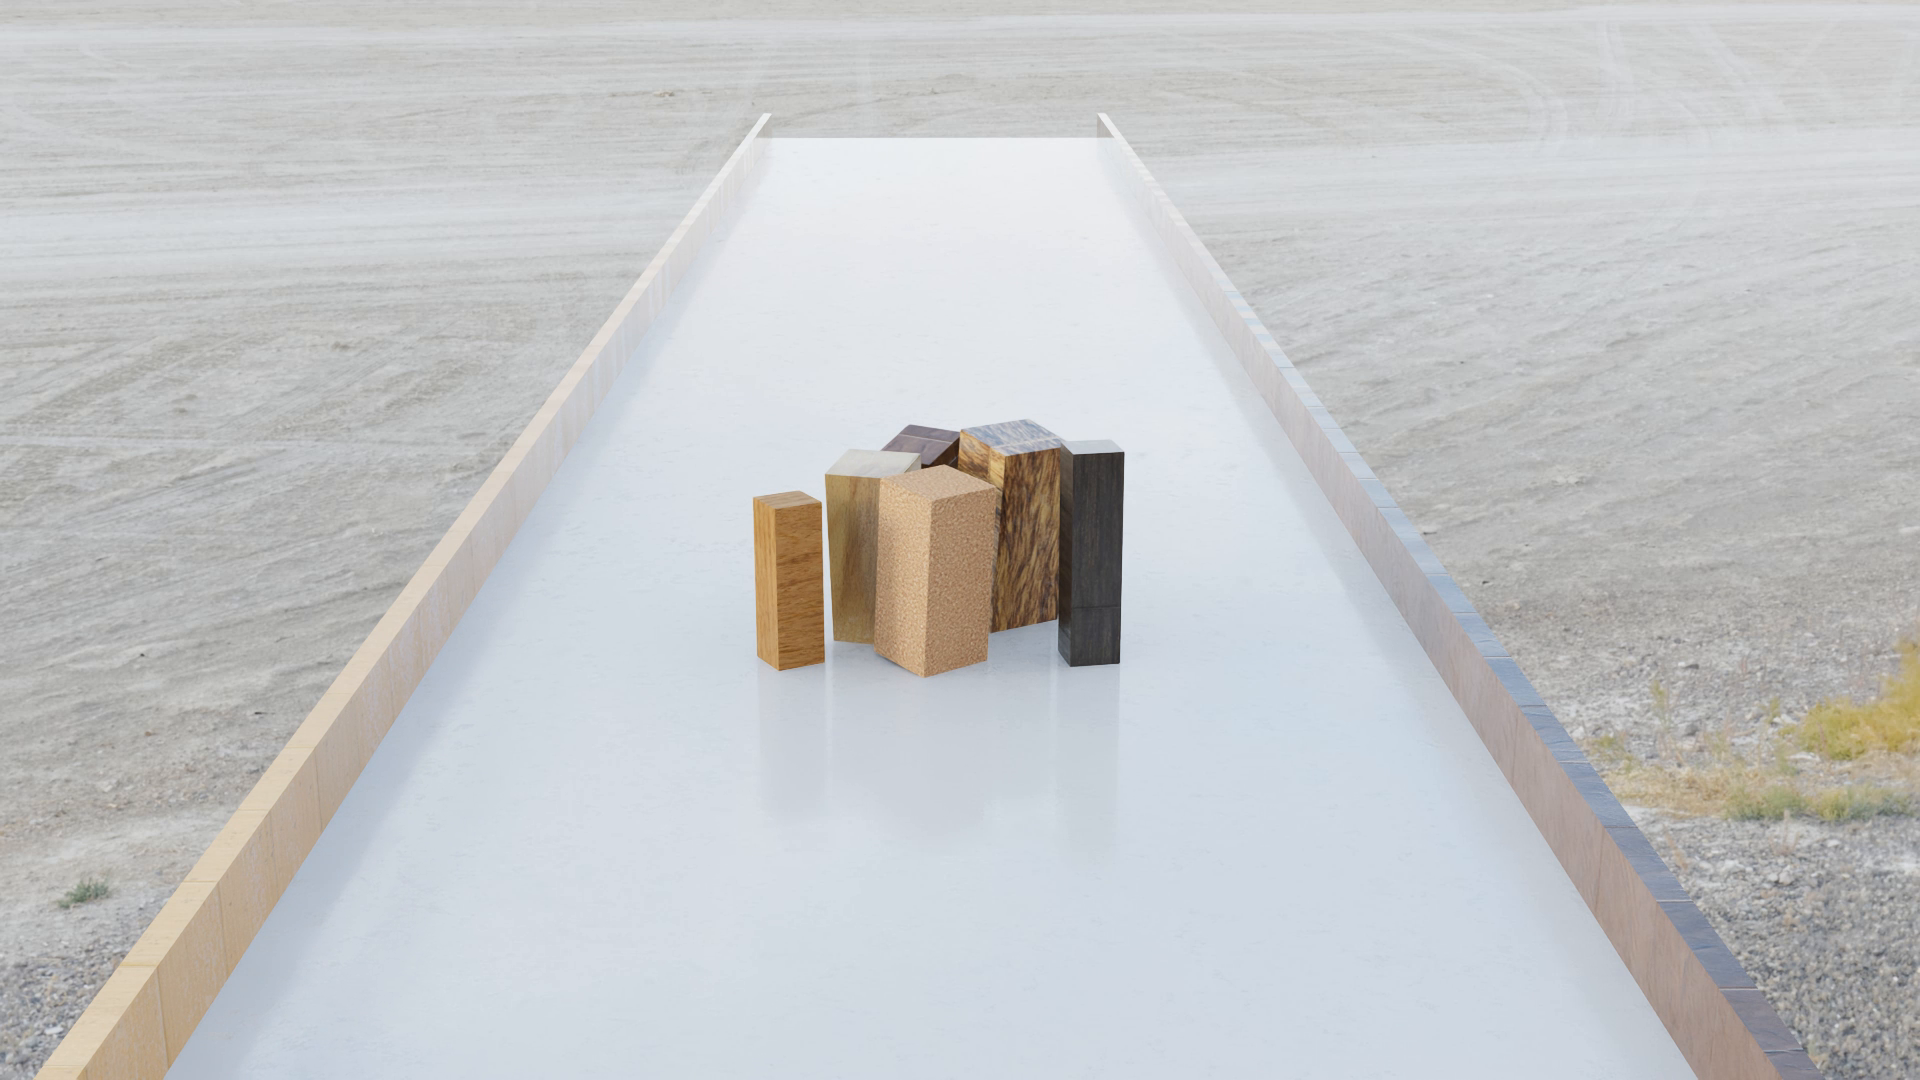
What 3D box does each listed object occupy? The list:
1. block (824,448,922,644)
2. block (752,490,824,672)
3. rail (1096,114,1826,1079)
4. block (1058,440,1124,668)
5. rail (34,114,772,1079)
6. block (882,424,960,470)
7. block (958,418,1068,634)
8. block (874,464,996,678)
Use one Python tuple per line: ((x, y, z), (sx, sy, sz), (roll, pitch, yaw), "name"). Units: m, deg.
((-0.170, 0.016, 4.509), (0.154, 0.366, 0.154), (5, 23, 15), "block")
((-0.340, 0.080, 4.373), (0.102, 0.333, 0.102), (-9, 19, -28), "block")
((0.932, -0.844, 7.801), (0.050, 0.150, 12.000), (0, 17, -1), "rail")
((0.259, 0.026, 4.371), (0.103, 0.437, 0.103), (-3, 17, -11), "block")
((-1.118, -0.838, 7.780), (0.050, 0.150, 12.000), (0, 17, -1), "rail")
((-0.057, -0.050, 4.717), (0.139, 0.361, 0.139), (10, 37, 31), "block")
((0.104, -0.031, 4.606), (0.169, 0.395, 0.169), (-10, 27, -31), "block")
((-0.051, 0.060, 4.360), (0.162, 0.368, 0.162), (-13, 25, -37), "block")
